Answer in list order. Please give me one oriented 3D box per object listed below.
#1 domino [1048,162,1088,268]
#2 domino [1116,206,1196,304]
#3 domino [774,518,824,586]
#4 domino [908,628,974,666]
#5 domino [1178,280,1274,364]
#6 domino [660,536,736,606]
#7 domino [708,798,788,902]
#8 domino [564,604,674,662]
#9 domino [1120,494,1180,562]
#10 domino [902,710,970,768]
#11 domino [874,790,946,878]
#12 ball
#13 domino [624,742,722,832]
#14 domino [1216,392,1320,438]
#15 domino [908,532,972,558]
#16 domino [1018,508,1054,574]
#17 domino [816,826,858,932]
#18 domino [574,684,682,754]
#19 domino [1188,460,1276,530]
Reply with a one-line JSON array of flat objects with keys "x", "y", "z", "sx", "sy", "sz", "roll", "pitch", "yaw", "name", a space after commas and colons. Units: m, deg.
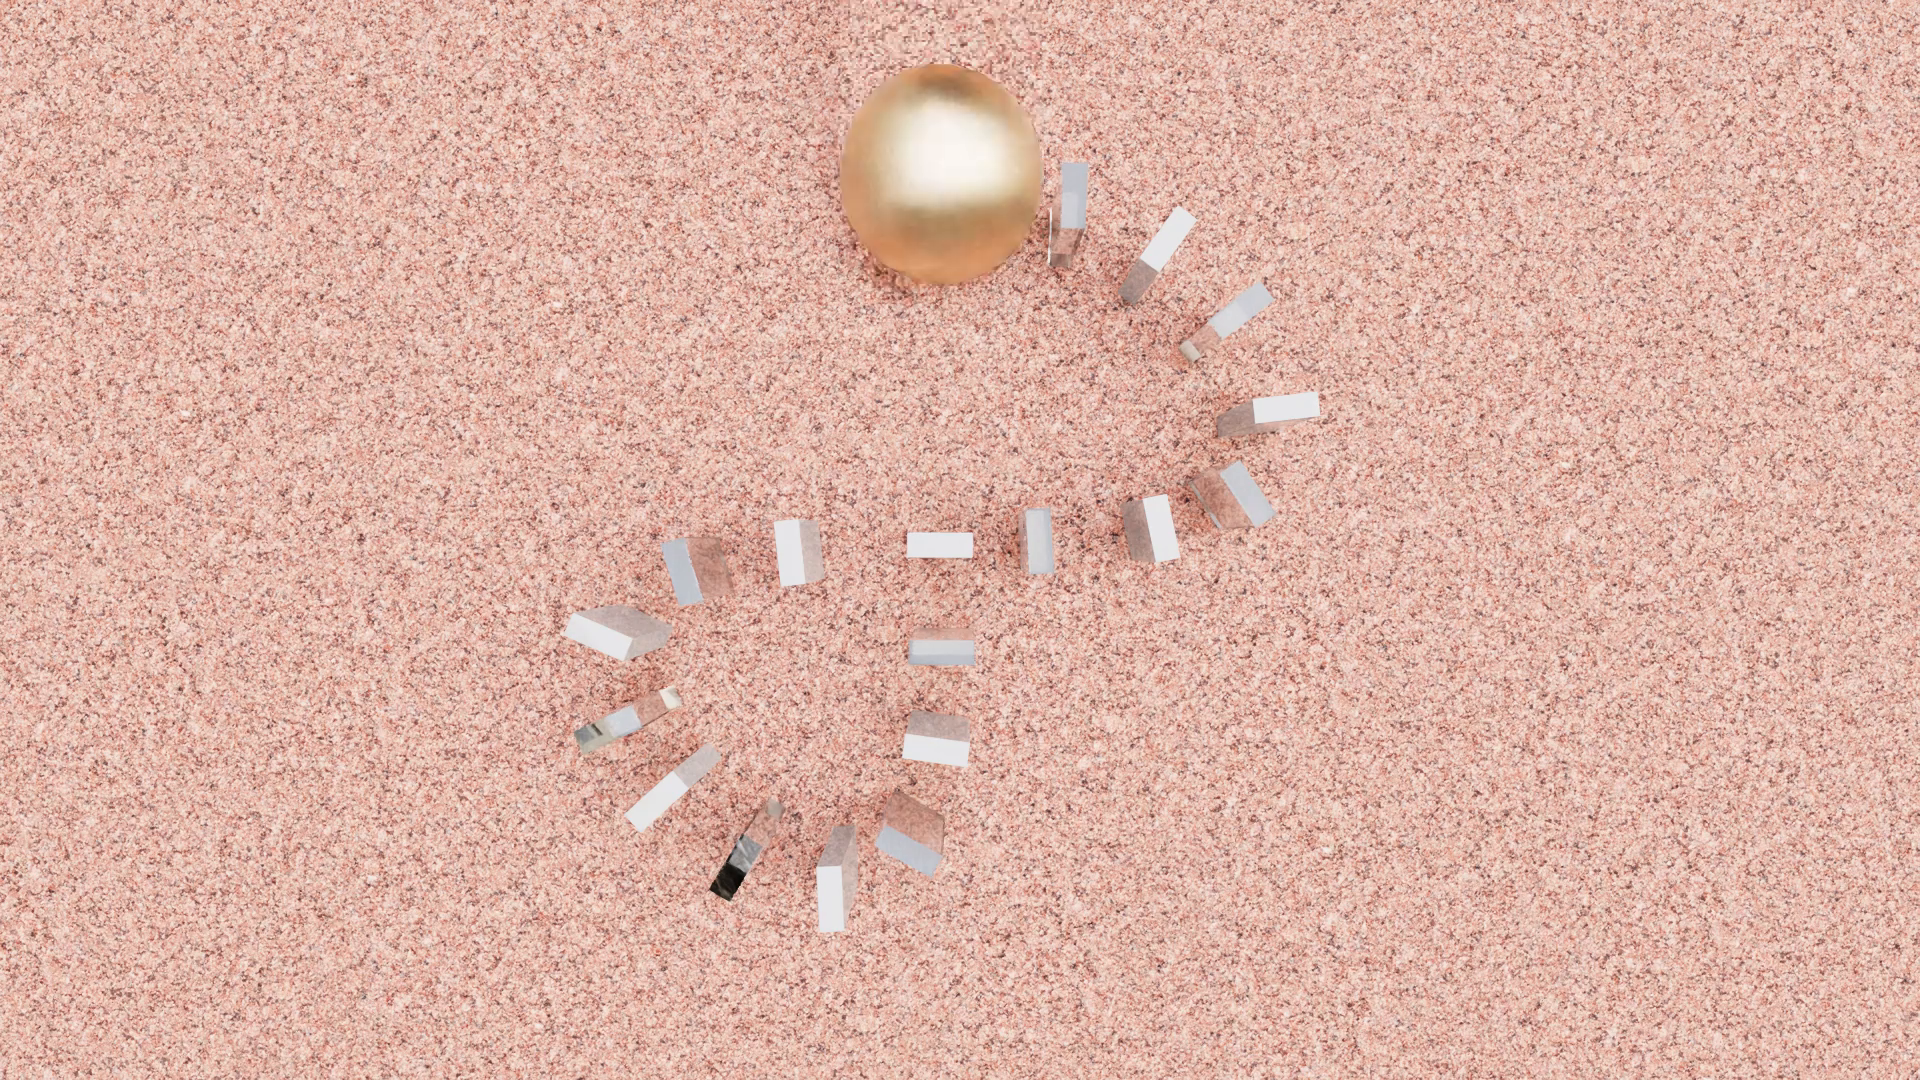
[{"x": 0.044, "y": -0.132, "z": 0.375, "sx": 0.009, "sy": 0.050, "sz": 0.025, "roll": 2, "pitch": 90, "yaw": 0, "name": "domino"}, {"x": 0.080, "y": -0.115, "z": 0.375, "sx": 0.009, "sy": 0.050, "sz": 0.025, "roll": 36, "pitch": 90, "yaw": 0, "name": "domino"}, {"x": -0.065, "y": 0.005, "z": 0.375, "sx": 0.009, "sy": 0.050, "sz": 0.025, "roll": -6, "pitch": 90, "yaw": 0, "name": "domino"}, {"x": -0.007, "y": 0.043, "z": 0.375, "sx": 0.025, "sy": 0.050, "sz": 0.009, "roll": 0, "pitch": 90, "yaw": 0, "name": "domino"}, {"x": 0.107, "y": -0.088, "z": 0.375, "sx": 0.025, "sy": 0.050, "sz": 0.009, "roll": -38, "pitch": 90, "yaw": 0, "name": "domino"}, {"x": -0.106, "y": 0.012, "z": 0.375, "sx": 0.009, "sy": 0.050, "sz": 0.025, "roll": -17, "pitch": 90, "yaw": 0, "name": "domino"}, {"x": -0.086, "y": 0.125, "z": 0.375, "sx": 0.009, "sy": 0.050, "sz": 0.025, "roll": 31, "pitch": 90, "yaw": 0, "name": "domino"}, {"x": -0.138, "y": 0.037, "z": 0.375, "sx": 0.025, "sy": 0.050, "sz": 0.010, "roll": 24, "pitch": 90, "yaw": 0, "name": "domino"}, {"x": 0.077, "y": -0.004, "z": 0.375, "sx": 0.009, "sy": 0.050, "sz": 0.025, "roll": -12, "pitch": 90, "yaw": 0, "name": "domino"}, {"x": -0.009, "y": 0.080, "z": 0.375, "sx": 0.025, "sy": 0.050, "sz": 0.010, "roll": 8, "pitch": 90, "yaw": 0, "name": "domino"}, {"x": -0.020, "y": 0.119, "z": 0.375, "sx": 0.025, "sy": 0.050, "sz": 0.009, "roll": 29, "pitch": 90, "yaw": 0, "name": "domino"}, {"x": -0.007, "y": -0.142, "z": 0.360, "sx": 0.080, "sy": 0.080, "sz": 0.080, "roll": 0, "pitch": 90, "yaw": 0, "name": "ball"}, {"x": -0.116, "y": 0.100, "z": 0.375, "sx": 0.025, "sy": 0.050, "sz": 0.009, "roll": -42, "pitch": 90, "yaw": 0, "name": "domino"}, {"x": 0.125, "y": -0.051, "z": 0.375, "sx": 0.025, "sy": 0.050, "sz": 0.009, "roll": -7, "pitch": 90, "yaw": 0, "name": "domino"}, {"x": -0.008, "y": 0.002, "z": 0.375, "sx": 0.025, "sy": 0.050, "sz": 0.010, "roll": 0, "pitch": 90, "yaw": 0, "name": "domino"}, {"x": 0.031, "y": 0.000, "z": 0.375, "sx": 0.009, "sy": 0.050, "sz": 0.025, "roll": -4, "pitch": 90, "yaw": 0, "name": "domino"}, {"x": -0.050, "y": 0.137, "z": 0.375, "sx": 0.009, "sy": 0.050, "sz": 0.025, "roll": -3, "pitch": 90, "yaw": 0, "name": "domino"}, {"x": -0.135, "y": 0.073, "z": 0.375, "sx": 0.025, "sy": 0.050, "sz": 0.009, "roll": -24, "pitch": 90, "yaw": 0, "name": "domino"}, {"x": 0.110, "y": -0.018, "z": 0.375, "sx": 0.010, "sy": 0.050, "sz": 0.025, "roll": -34, "pitch": 90, "yaw": 0, "name": "domino"}]
